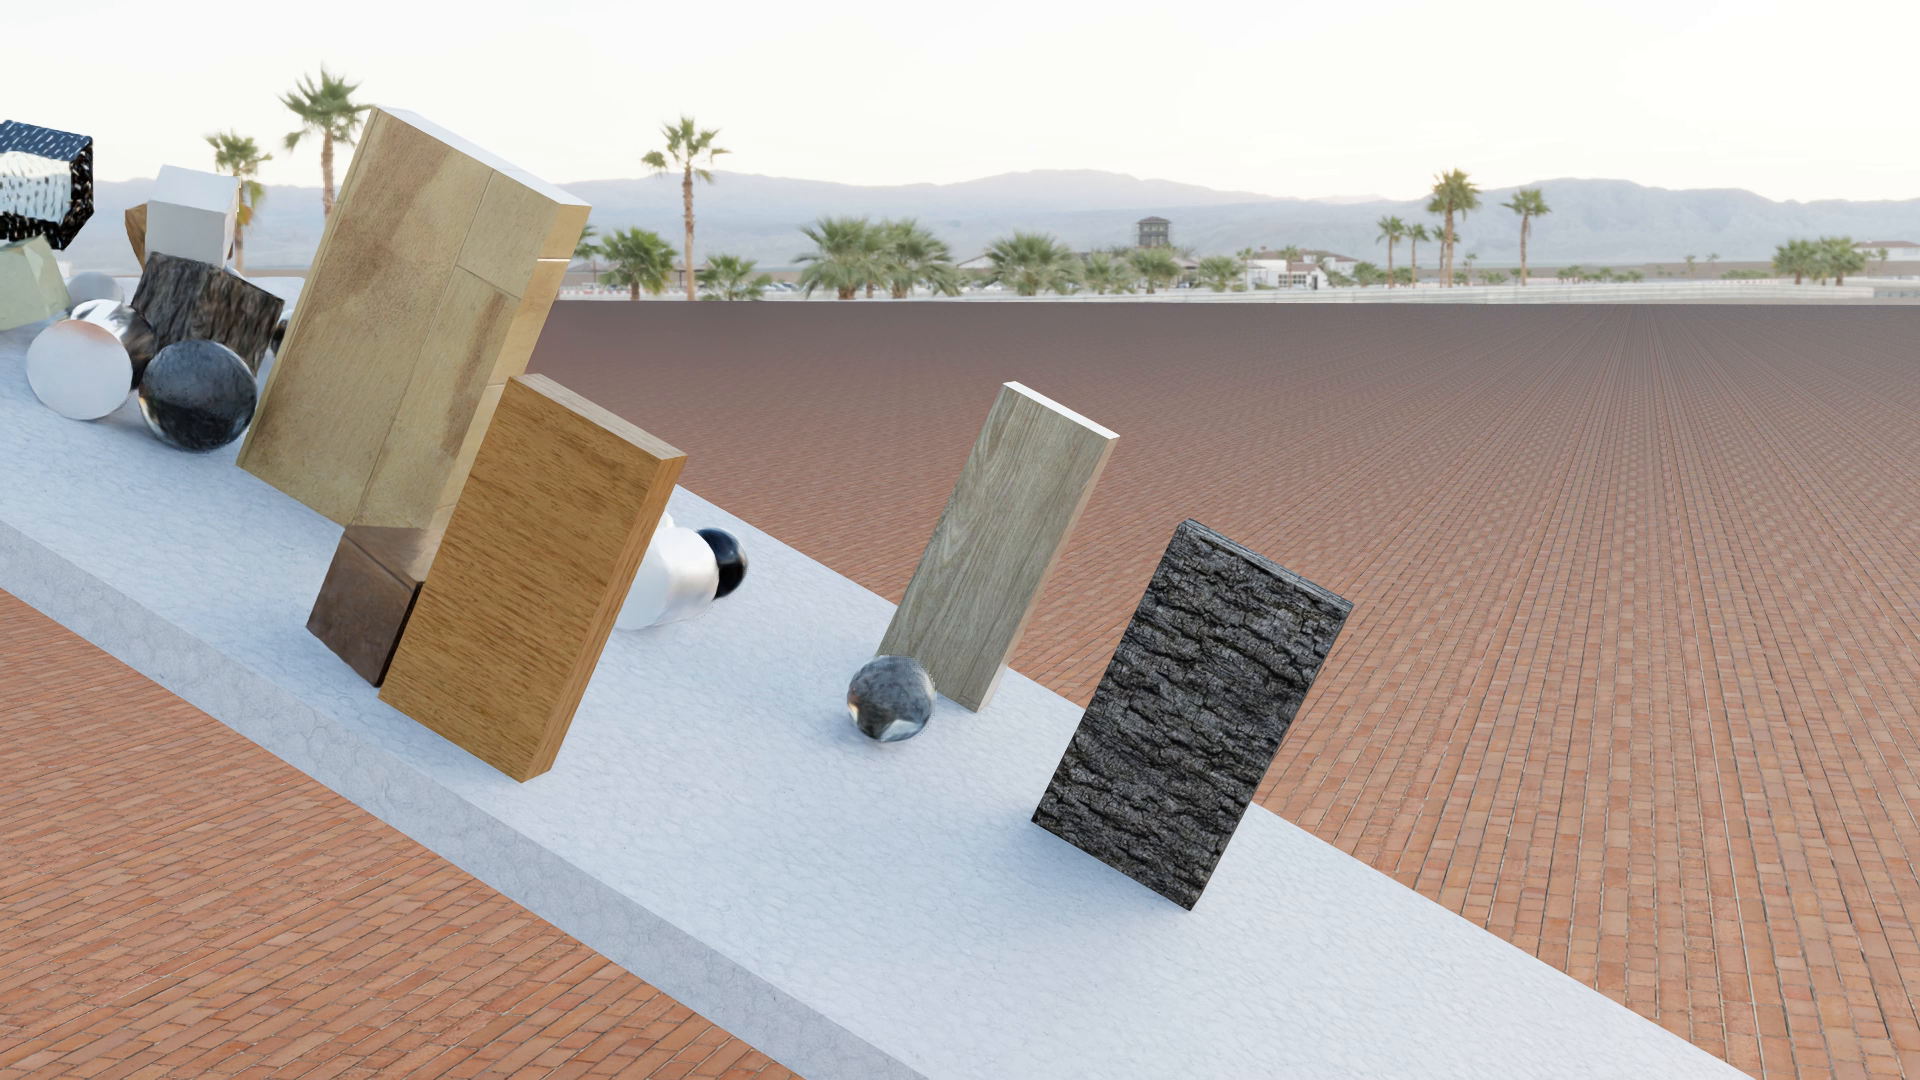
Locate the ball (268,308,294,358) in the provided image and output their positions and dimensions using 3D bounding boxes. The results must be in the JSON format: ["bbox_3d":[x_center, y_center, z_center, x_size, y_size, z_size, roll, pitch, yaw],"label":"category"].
[{"bbox_3d":[-1.432,-0.435,4.780,0.138,0.138,0.138,0,7,0],"label":"ball"}]

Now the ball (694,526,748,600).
[{"bbox_3d":[-0.516,0.048,4.569,0.152,0.152,0.152,0,7,0],"label":"ball"}]

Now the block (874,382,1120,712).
[{"bbox_3d":[0.076,0.016,4.668,0.254,0.656,0.096,28,14,12],"label":"block"}]

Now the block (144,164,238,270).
[{"bbox_3d":[-1.553,-0.646,4.444,0.148,0.148,0.148,9,35,-13],"label":"block"}]

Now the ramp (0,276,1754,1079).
[{"bbox_3d":[-0.252,0.426,4.164,4.000,0.100,2.000,28,14,12],"label":"ramp"}]

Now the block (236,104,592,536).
[{"bbox_3d":[-1.009,-0.372,4.041,0.410,0.727,0.124,28,14,12],"label":"block"}]

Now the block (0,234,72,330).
[{"bbox_3d":[-1.803,-0.486,4.183,0.140,0.140,0.140,-15,18,-1],"label":"block"}]

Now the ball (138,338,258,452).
[{"bbox_3d":[-1.404,-0.267,4.053,0.207,0.207,0.207,0,7,0],"label":"ball"}]

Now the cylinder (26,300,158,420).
[{"bbox_3d":[-1.586,-0.332,4.023,0.183,0.183,0.183,-1,18,-6],"label":"cylinder"}]

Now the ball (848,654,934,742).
[{"bbox_3d":[-0.133,0.306,4.248,0.169,0.169,0.169,0,7,0],"label":"ball"}]

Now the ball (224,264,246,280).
[{"bbox_3d":[-1.595,-0.506,4.682,0.173,0.173,0.173,0,7,0],"label":"ball"}]

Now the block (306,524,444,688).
[{"bbox_3d":[-0.902,0.108,3.579,0.191,0.191,0.191,33,16,30],"label":"block"}]

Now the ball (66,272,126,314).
[{"bbox_3d":[-1.750,-0.484,4.446,0.117,0.117,0.117,0,7,0],"label":"ball"}]

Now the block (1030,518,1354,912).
[{"bbox_3d":[0.434,0.329,4.152,0.347,0.648,0.103,28,14,12],"label":"block"}]

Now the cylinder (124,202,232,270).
[{"bbox_3d":[-1.658,-0.648,4.666,0.164,0.164,0.164,-25,19,-28],"label":"cylinder"}]

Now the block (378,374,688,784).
[{"bbox_3d":[-0.663,0.059,3.395,0.276,0.562,0.096,28,14,12],"label":"block"}]

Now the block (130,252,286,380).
[{"bbox_3d":[-1.499,-0.434,4.346,0.190,0.190,0.190,14,-9,33],"label":"block"}]

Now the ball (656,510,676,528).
[{"bbox_3d":[-0.659,-0.019,4.656,0.111,0.111,0.111,0,7,0],"label":"ball"}]

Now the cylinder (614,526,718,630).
[{"bbox_3d":[-0.595,0.073,4.256,0.187,0.187,0.187,3,5,23],"label":"cylinder"}]

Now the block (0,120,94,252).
[{"bbox_3d":[-1.810,-0.694,4.301,0.168,0.168,0.168,11,34,-6],"label":"block"}]
